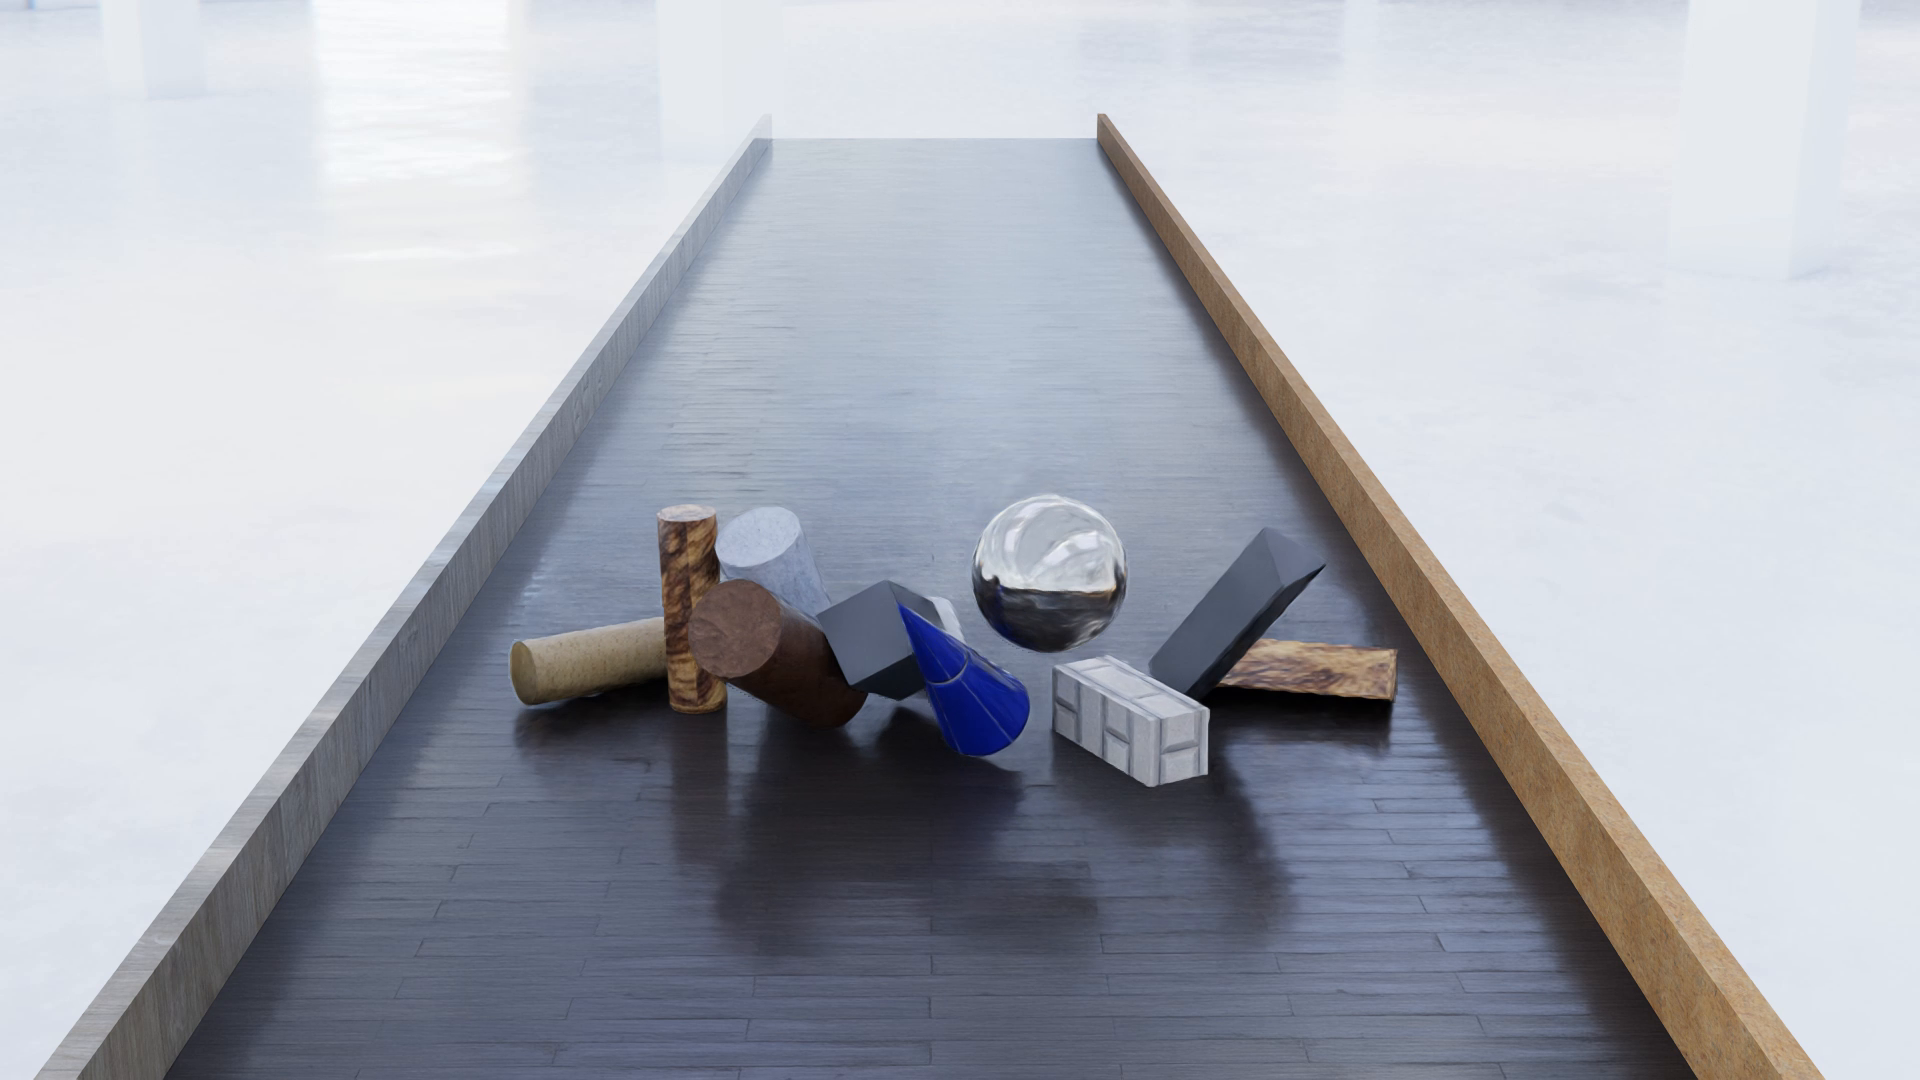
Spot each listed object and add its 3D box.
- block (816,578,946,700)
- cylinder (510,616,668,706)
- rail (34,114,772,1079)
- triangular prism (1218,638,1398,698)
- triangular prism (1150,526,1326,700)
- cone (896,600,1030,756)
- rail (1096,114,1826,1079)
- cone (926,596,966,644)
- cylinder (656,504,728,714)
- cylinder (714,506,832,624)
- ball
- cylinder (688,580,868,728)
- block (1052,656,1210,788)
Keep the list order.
[{"bbox_3d":[-0.122,0.187,4.012,0.140,0.140,0.371,-28,-13,7],"label":"block"},{"bbox_3d":[-0.678,0.227,4.228,0.348,0.123,0.123,-9,19,-34],"label":"cylinder"},{"bbox_3d":[-1.118,-0.838,7.780,0.050,0.150,12.000,0,17,-1],"label":"rail"},{"bbox_3d":[0.621,0.239,4.198,0.414,0.094,0.109,4,-3,13],"label":"triangular prism"},{"bbox_3d":[0.480,0.145,3.997,0.128,0.441,0.111,-25,69,-41],"label":"triangular prism"},{"bbox_3d":[-0.031,0.205,3.796,0.172,0.426,0.172,-12,56,18],"label":"cone"},{"bbox_3d":[0.932,-0.844,7.801,0.050,0.150,12.000,0,17,-1],"label":"rail"},{"bbox_3d":[-0.007,0.238,4.324,0.119,0.119,0.323,-6,28,-19],"label":"cone"},{"bbox_3d":[-0.501,0.129,4.124,0.110,0.377,0.110,-1,18,0],"label":"cylinder"},{"bbox_3d":[-0.330,0.122,4.143,0.163,0.348,0.163,-11,39,9],"label":"cylinder"},{"bbox_3d":[0.155,0.059,3.808,0.273,0.273,0.273,0,17,0],"label":"ball"},{"bbox_3d":[-0.311,0.207,3.869,0.169,0.169,0.455,6,-13,19],"label":"cylinder"},{"bbox_3d":[0.301,0.320,3.935,0.123,0.123,0.316,-9,19,-28],"label":"block"}]
